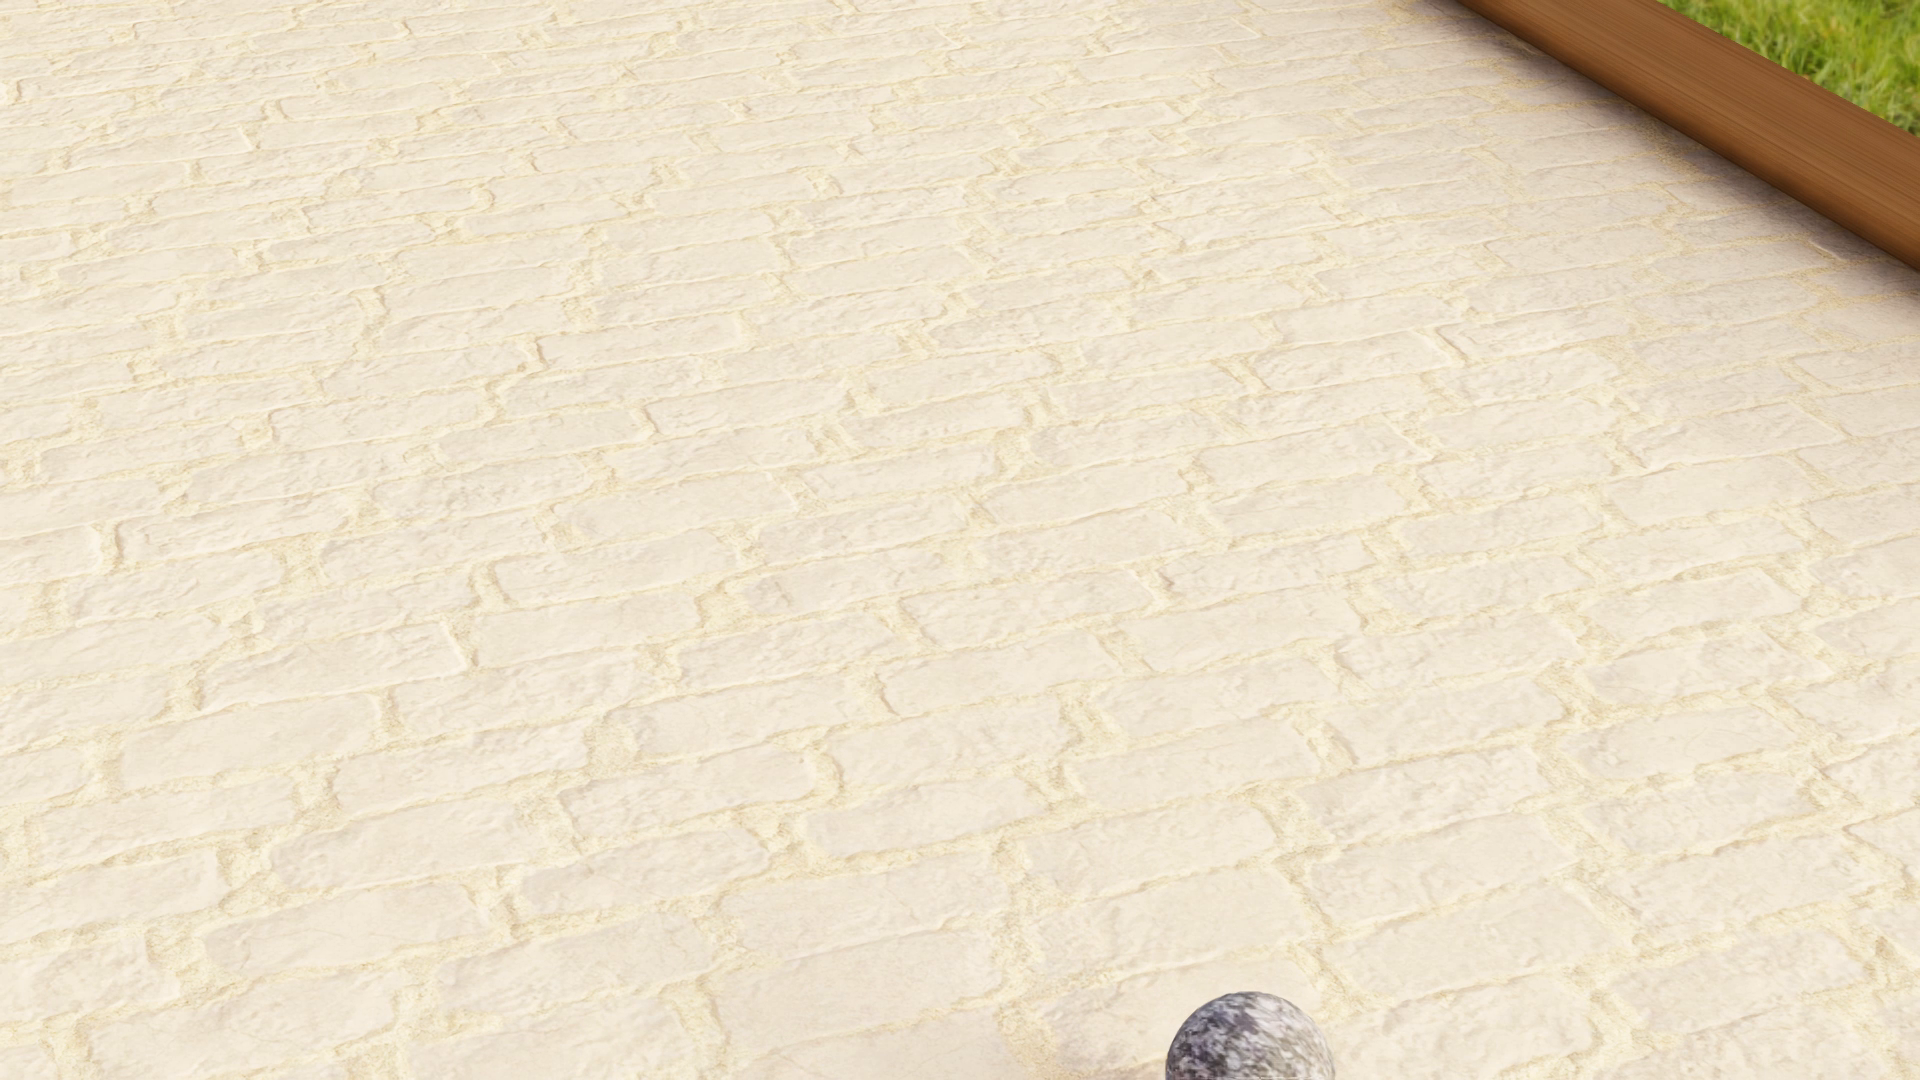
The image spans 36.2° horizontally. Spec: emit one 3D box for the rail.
[{"bbox_3d":[0.554,-0.532,2.890,0.045,0.105,3.531,-9,29,-17],"label":"rail"}]

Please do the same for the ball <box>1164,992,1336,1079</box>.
[{"bbox_3d":[0.137,0.254,1.394,0.081,0.081,0.081,0,27,0],"label":"ball"}]
